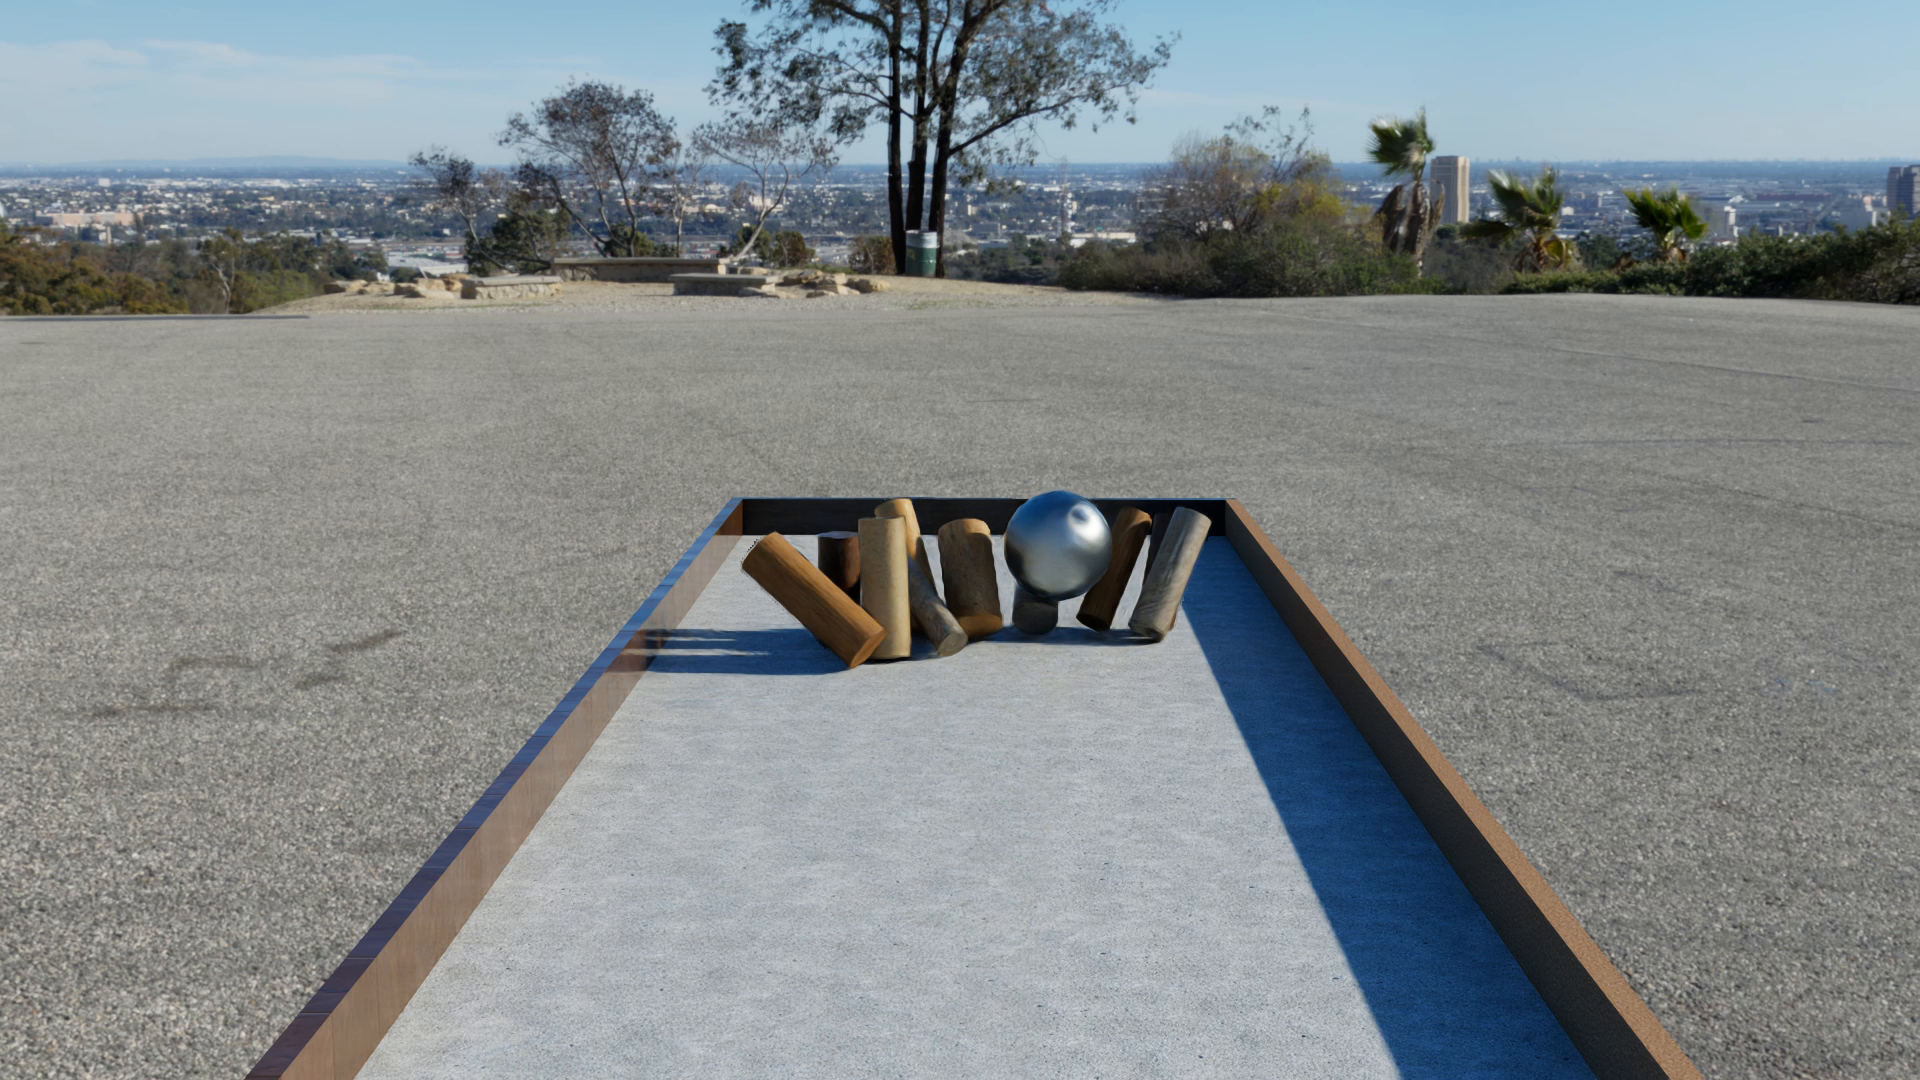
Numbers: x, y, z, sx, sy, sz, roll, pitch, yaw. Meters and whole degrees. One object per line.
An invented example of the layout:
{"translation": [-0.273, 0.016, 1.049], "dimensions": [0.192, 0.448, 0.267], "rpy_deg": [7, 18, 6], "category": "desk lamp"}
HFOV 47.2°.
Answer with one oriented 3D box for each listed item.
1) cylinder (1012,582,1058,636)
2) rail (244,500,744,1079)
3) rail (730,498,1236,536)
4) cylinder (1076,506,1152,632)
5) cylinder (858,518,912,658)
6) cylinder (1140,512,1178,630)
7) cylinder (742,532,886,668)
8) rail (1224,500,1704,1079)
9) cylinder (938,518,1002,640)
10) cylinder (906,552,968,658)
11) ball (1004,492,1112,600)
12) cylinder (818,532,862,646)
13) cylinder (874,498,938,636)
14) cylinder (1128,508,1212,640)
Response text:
{"translation": [0.257, 0.108, 7.191], "dimensions": [0.146, 0.146, 0.444], "rpy_deg": [1, 40, 6], "category": "cylinder"}
{"translation": [-1.004, 0.839, 3.234], "dimensions": [0.050, 0.150, 12.000], "rpy_deg": [0, 9, 1], "category": "rail"}
{"translation": [0.099, -0.098, 9.147], "dimensions": [2.100, 0.150, 0.050], "rpy_deg": [0, 9, 1], "category": "rail"}
{"translation": [0.506, 0.093, 7.183], "dimensions": [0.113, 0.409, 0.113], "rpy_deg": [20, -23, 9], "category": "cylinder"}
{"translation": [-0.229, 0.145, 6.697], "dimensions": [0.145, 0.422, 0.145], "rpy_deg": [-3, 2, 0], "category": "cylinder"}
{"translation": [0.664, 0.103, 7.147], "dimensions": [0.125, 0.362, 0.125], "rpy_deg": [11, -16, 3], "category": "cylinder"}
{"translation": [-0.439, 0.180, 6.613], "dimensions": [0.453, 0.155, 0.155], "rpy_deg": [41, 22, 13], "category": "cylinder"}
{"translation": [1.046, 0.843, 3.208], "dimensions": [0.050, 0.150, 12.000], "rpy_deg": [0, 9, 1], "category": "rail"}
{"translation": [0.030, 0.124, 7.026], "dimensions": [0.171, 0.347, 0.171], "rpy_deg": [-6, -30, -3], "category": "cylinder"}
{"translation": [-0.116, 0.192, 6.834], "dimensions": [0.103, 0.103, 0.399], "rpy_deg": [-6, 43, -34], "category": "cylinder"}
{"translation": [0.309, 0.018, 6.930], "dimensions": [0.345, 0.345, 0.345], "rpy_deg": [0, 9, 0], "category": "ball"}
{"translation": [-0.378, 0.154, 6.931], "dimensions": [0.136, 0.346, 0.136], "rpy_deg": [0, 9, 0], "category": "cylinder"}
{"translation": [-0.160, 0.088, 7.064], "dimensions": [0.126, 0.431, 0.126], "rpy_deg": [-15, -17, -5], "category": "cylinder"}
{"translation": [0.670, 0.107, 7.014], "dimensions": [0.125, 0.414, 0.125], "rpy_deg": [22, -15, 6], "category": "cylinder"}
